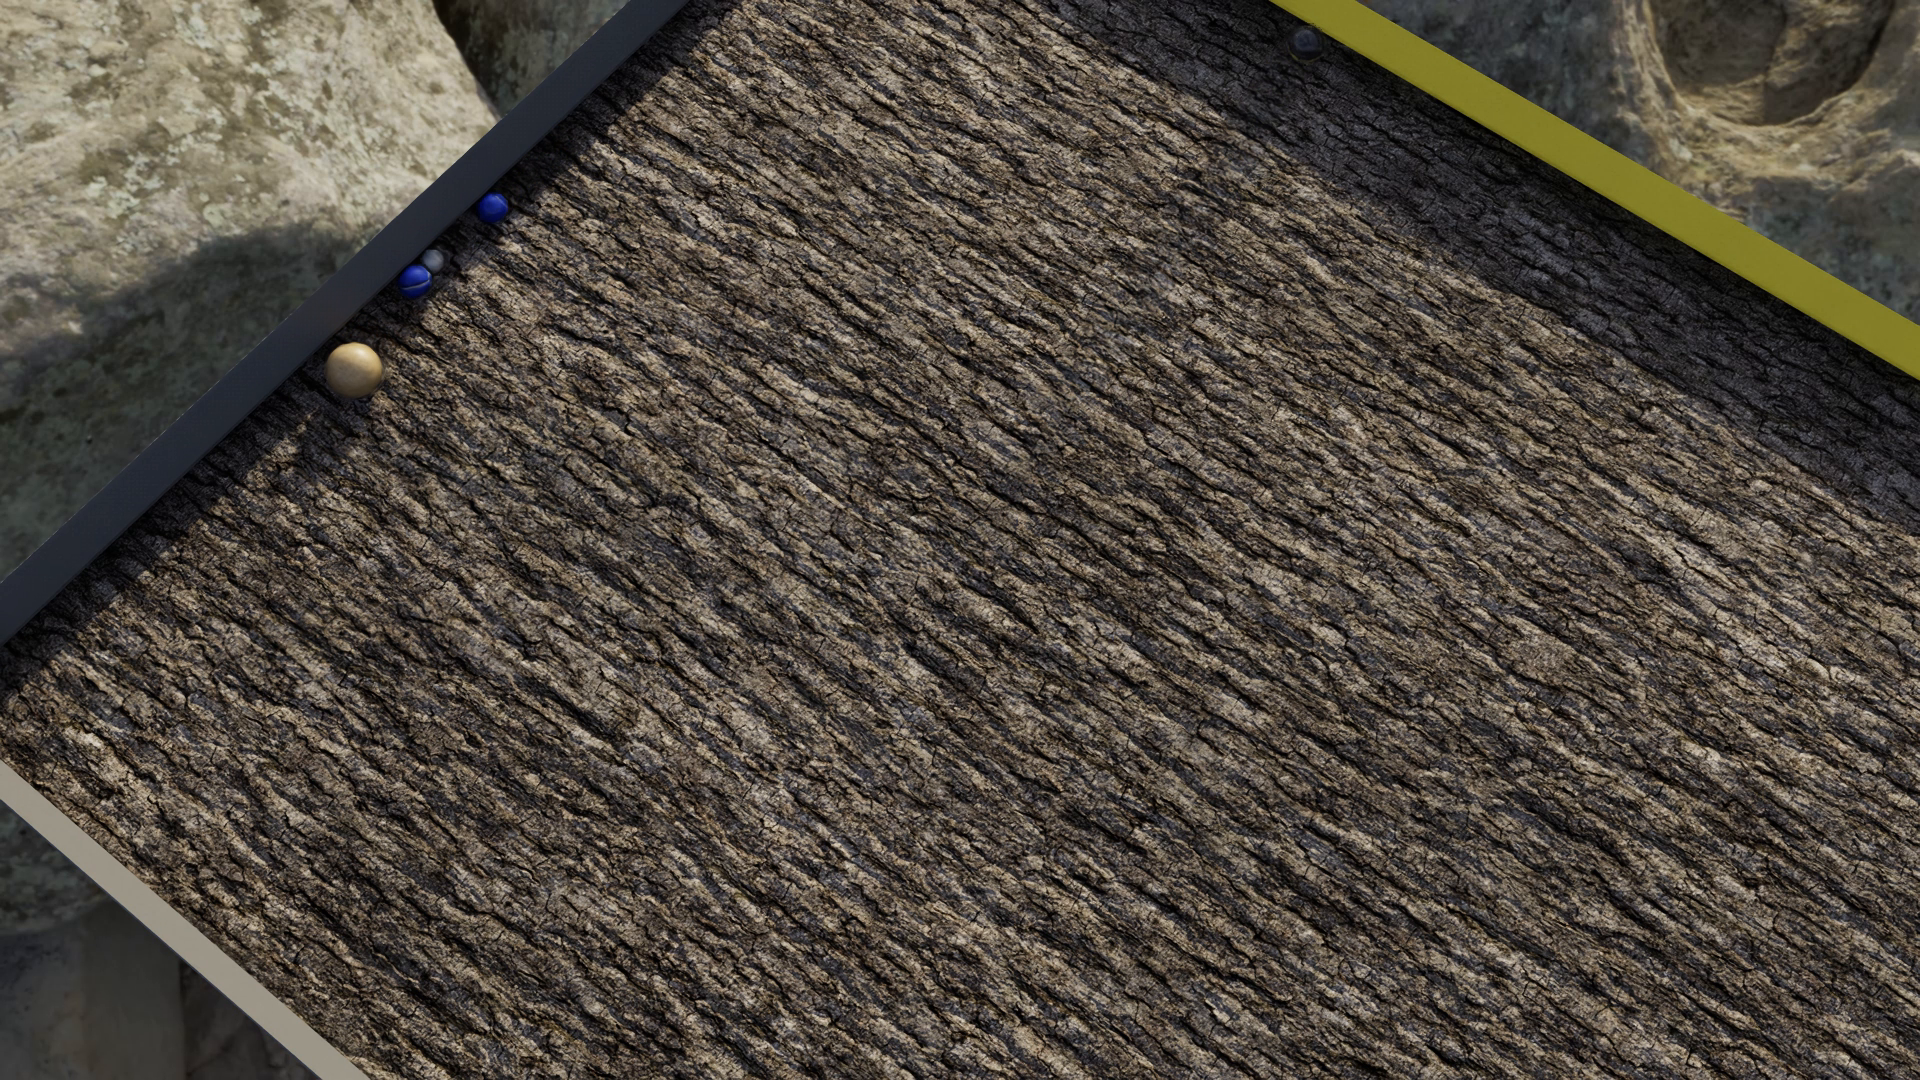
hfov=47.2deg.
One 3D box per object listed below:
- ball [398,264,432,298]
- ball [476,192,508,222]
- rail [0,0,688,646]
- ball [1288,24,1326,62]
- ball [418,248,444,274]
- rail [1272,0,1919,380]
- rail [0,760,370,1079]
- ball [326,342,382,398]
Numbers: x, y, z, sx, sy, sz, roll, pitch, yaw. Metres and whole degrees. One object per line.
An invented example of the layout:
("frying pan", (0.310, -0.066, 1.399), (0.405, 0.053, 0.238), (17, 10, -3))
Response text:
("ball", (-0.953, -0.454, 3.848), (0.058, 0.058, 0.058), (0, 63, 0))
("ball", (-0.833, -0.594, 3.919), (0.056, 0.056, 0.056), (0, 63, 0))
("rail", (-0.867, -0.620, 3.894), (0.045, 0.122, 2.550), (35, 69, 16))
("ball", (0.642, -0.919, 4.074), (0.069, 0.069, 0.069), (0, 63, 0))
("ball", (-0.931, -0.491, 3.875), (0.044, 0.044, 0.044), (0, 63, 0))
("rail", (1.656, -0.277, 3.723), (4.497, 0.122, 0.045), (35, 69, 16))
("rail", (0.116, 1.488, 2.842), (4.497, 0.122, 0.045), (35, 69, 16))
("ball", (-1.032, -0.290, 3.746), (0.094, 0.094, 0.094), (0, 63, 0))
